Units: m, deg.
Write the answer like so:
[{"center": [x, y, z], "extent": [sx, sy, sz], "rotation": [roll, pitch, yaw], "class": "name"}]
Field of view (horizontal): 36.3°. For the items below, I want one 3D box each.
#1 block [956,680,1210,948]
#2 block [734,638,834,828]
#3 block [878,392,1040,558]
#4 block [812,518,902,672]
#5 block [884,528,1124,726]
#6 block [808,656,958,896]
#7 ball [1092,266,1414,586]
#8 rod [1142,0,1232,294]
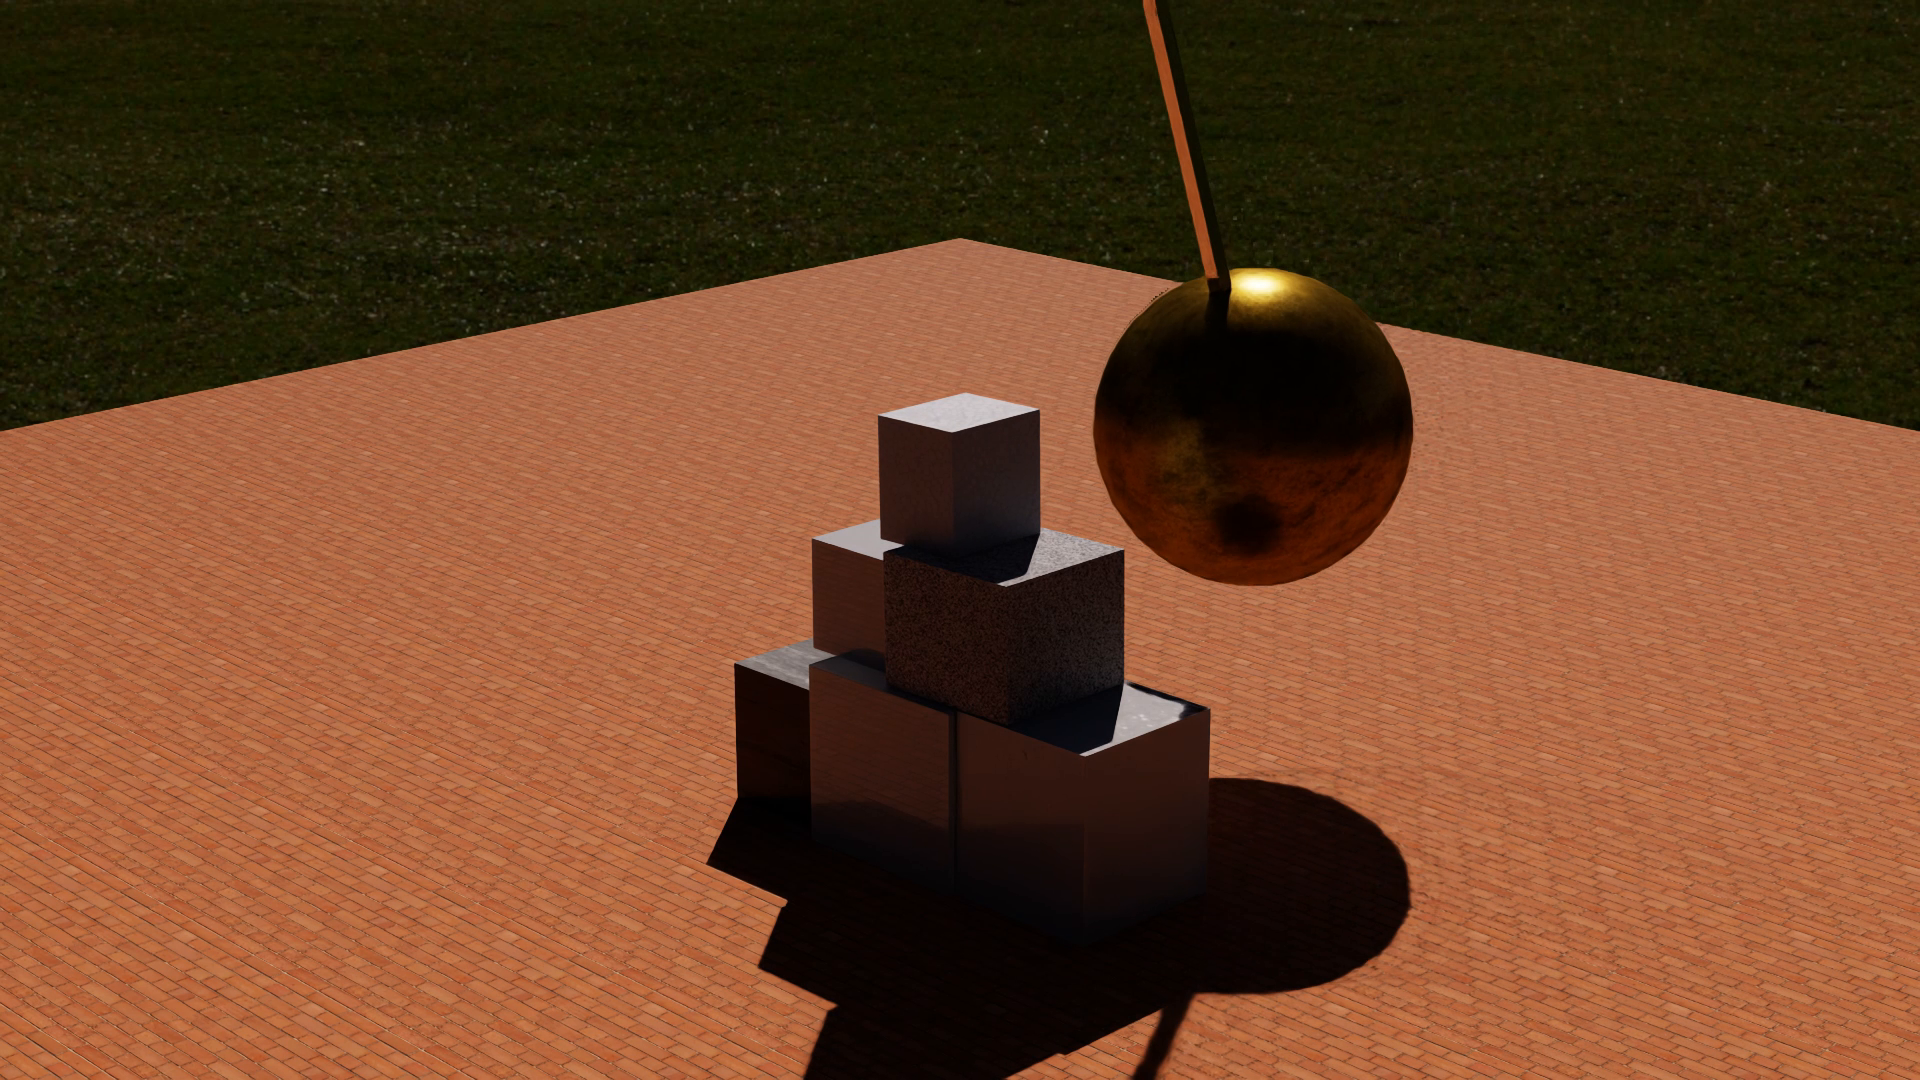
[{"center": [0.549, 1.175, 13.126], "extent": [0.820, 0.888, 0.774], "rotation": [-17, 24, -42], "class": "block"}, {"center": [-0.615, 0.917, 14.255], "extent": [0.711, 0.703, 0.627], "rotation": [-17, 24, -42], "class": "block"}, {"center": [-0.001, -0.298, 13.273], "extent": [0.473, 0.581, 0.559], "rotation": [15, 23, 43], "class": "block"}, {"center": [-0.265, 0.249, 13.720], "extent": [0.598, 0.541, 0.604], "rotation": [-17, 24, -42], "class": "block"}, {"center": [0.200, 0.351, 13.216], "extent": [0.760, 0.635, 0.769], "rotation": [-17, 23, -42], "class": "block"}, {"center": [-0.059, 0.999, 13.703], "extent": [0.895, 0.878, 0.919], "rotation": [-17, 24, -42], "class": "block"}, {"center": [1.467, -0.565, 14.701], "extent": [1.600, 1.600, 1.600], "rotation": [0, 17, 0], "class": "ball"}, {"center": [0.636, -3.360, 12.952], "extent": [0.080, 5.200, 0.080], "rotation": [17, 44, 42], "class": "rod"}]
